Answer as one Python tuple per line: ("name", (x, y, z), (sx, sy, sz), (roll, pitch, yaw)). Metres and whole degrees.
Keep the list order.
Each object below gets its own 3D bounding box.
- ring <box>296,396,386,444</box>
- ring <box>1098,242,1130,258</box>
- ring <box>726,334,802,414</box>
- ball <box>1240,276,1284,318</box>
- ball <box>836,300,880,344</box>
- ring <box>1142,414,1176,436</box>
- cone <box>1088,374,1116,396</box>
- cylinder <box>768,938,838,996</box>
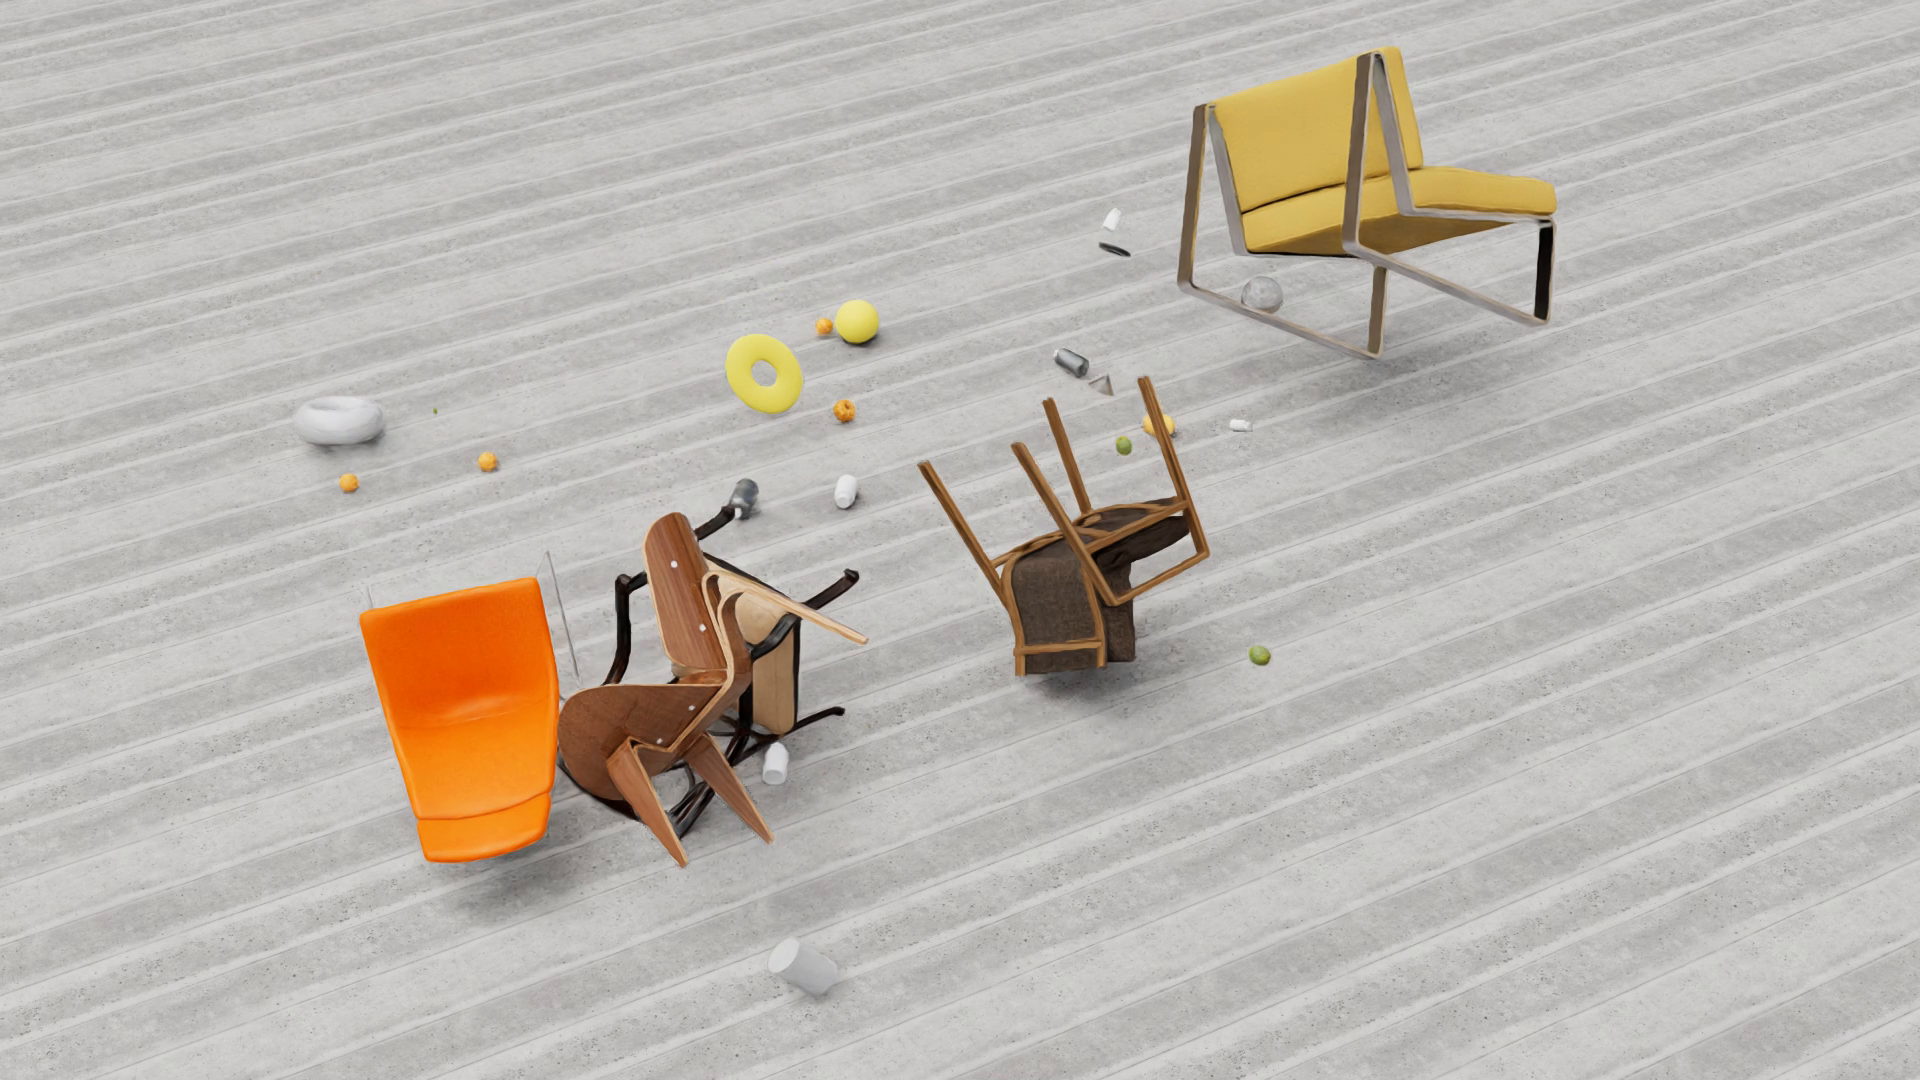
("ring", (-2.426, -0.469, 11.483), (0.348, 0.135, 0.345), (4, 18, 12))
("ring", (0.654, -1.227, 12.414), (0.147, 0.022, 0.132), (19, -2, 3))
("ring", (-0.771, -0.654, 11.548), (0.277, 0.358, 0.044), (-45, 25, -5))
("ball", (1.271, -1.022, 12.335), (0.177, 0.177, 0.177), (0, 33, 0))
("ball", (-0.426, -0.907, 12.154), (0.182, 0.182, 0.182), (0, 33, 0))
("ring", (0.784, -0.455, 11.564), (0.122, 0.060, 0.162), (-9, 22, -20))
("cone", (0.576, -0.629, 11.655), (0.120, 0.066, 0.116), (28, 22, 14))
("cylinder", (-0.470, 1.281, 8.796), (0.123, 0.192, 0.091), (-47, 43, 5))
